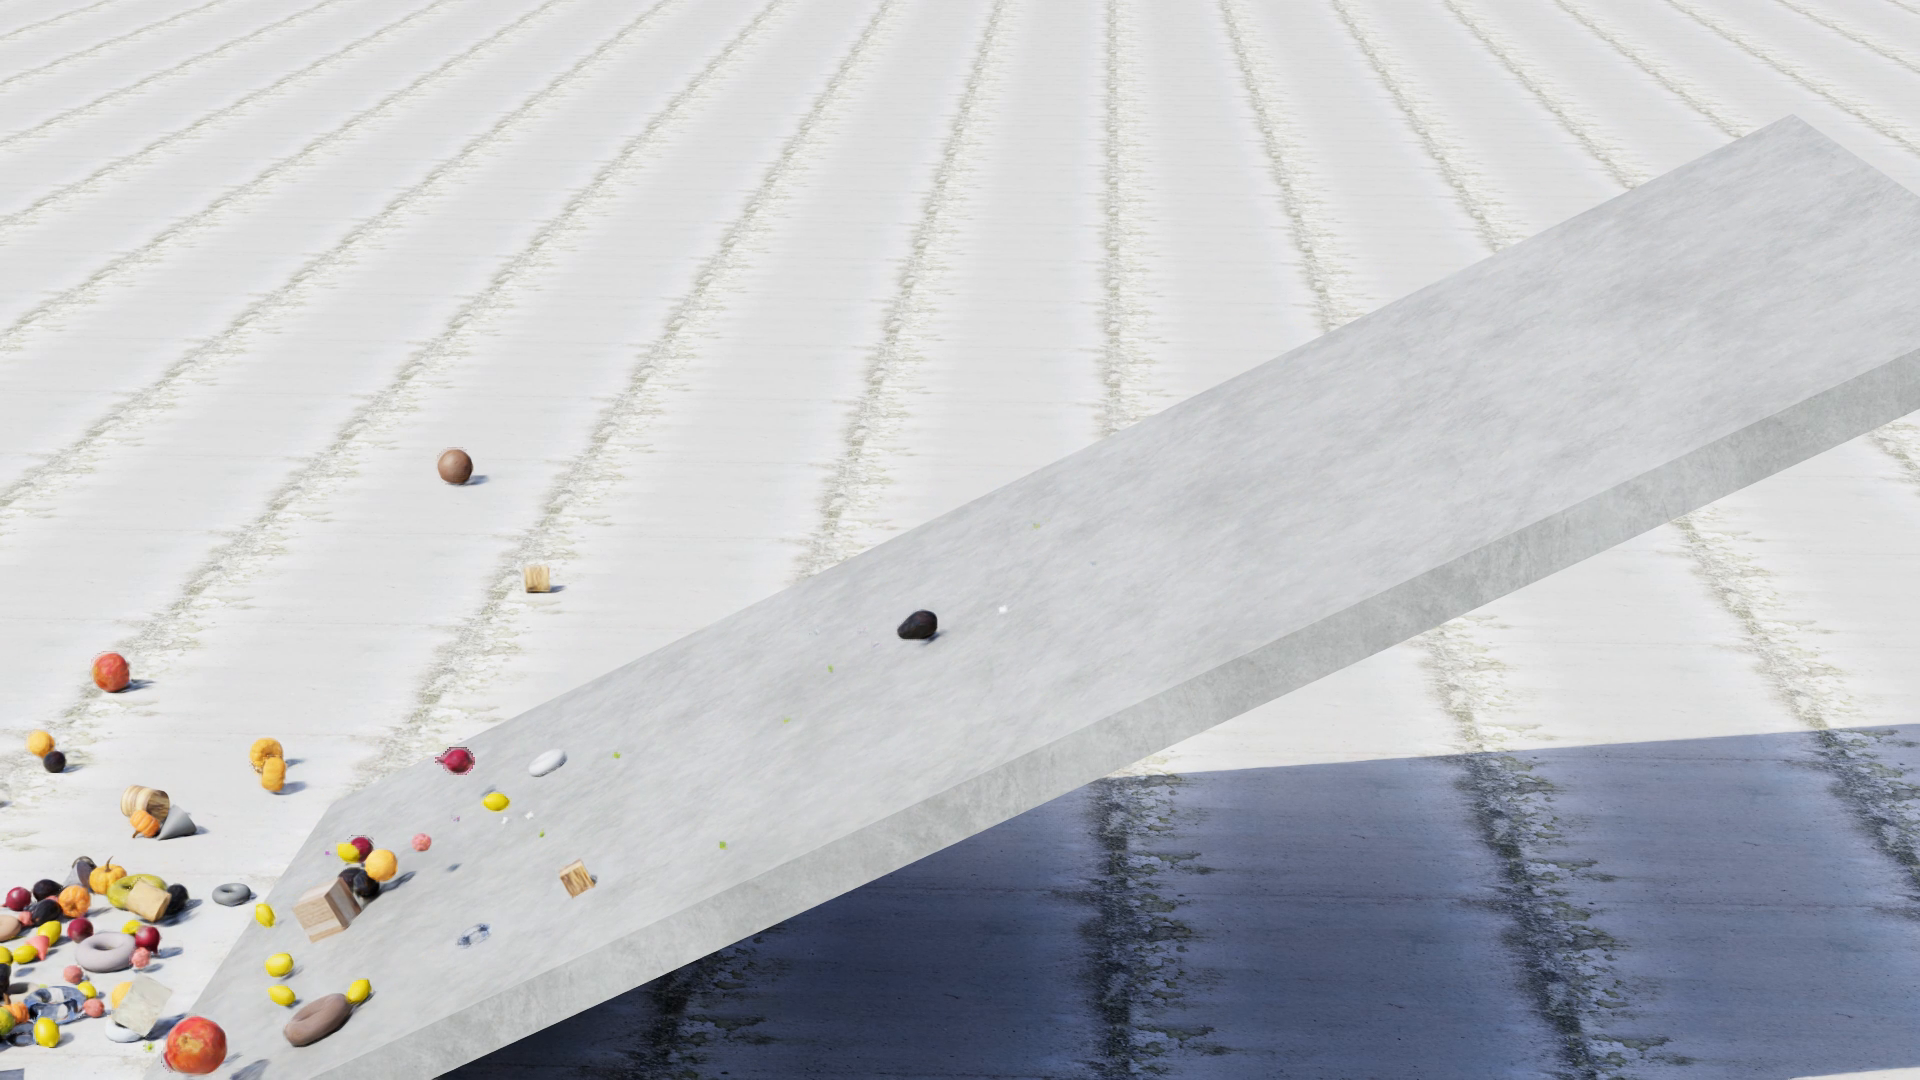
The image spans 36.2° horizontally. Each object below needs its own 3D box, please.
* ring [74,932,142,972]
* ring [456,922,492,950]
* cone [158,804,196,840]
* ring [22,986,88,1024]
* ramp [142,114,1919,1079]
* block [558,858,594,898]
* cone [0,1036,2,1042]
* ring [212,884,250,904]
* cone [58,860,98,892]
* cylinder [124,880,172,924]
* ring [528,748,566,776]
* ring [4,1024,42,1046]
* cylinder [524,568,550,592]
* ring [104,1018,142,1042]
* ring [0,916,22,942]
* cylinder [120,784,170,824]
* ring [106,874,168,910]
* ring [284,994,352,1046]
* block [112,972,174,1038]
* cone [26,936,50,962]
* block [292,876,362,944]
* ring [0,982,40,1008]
[{"bbox_3d":[-1.984,0.959,6.851,0.150,0.050,0.150,0,18,0],"label":"ring"},{"bbox_3d":[-0.967,0.788,5.855,0.076,0.025,0.076,-26,12,6],"label":"ring"},{"bbox_3d":[-2.034,0.746,7.580,0.093,0.093,0.093,17,51,45],"label":"cone"},{"bbox_3d":[-2.026,1.041,6.581,0.143,0.048,0.143,1,16,0],"label":"ring"},{"bbox_3d":[0.139,0.168,6.281,4.000,0.100,2.000,-25,14,10],"label":"ramp"},{"bbox_3d":[-0.761,0.671,5.834,0.051,0.051,0.051,-29,14,-6],"label":"block"},{"bbox_3d":[-2.130,1.075,6.452,0.053,0.053,0.053,0,16,0],"label":"cone"},{"bbox_3d":[-1.783,0.866,7.195,0.094,0.031,0.094,-1,15,0],"label":"ring"},{"bbox_3d":[-2.188,0.845,7.253,0.083,0.083,0.083,-25,14,10],"label":"cone"},{"bbox_3d":[-1.947,0.867,7.052,0.079,0.079,0.079,26,19,3],"label":"cylinder"},{"bbox_3d":[-0.959,0.517,6.826,0.094,0.031,0.094,-27,13,7],"label":"ring"},{"bbox_3d":[-2.056,1.088,6.459,0.080,0.027,0.080,0,18,0],"label":"ring"},{"bbox_3d":[-1.379,0.130,9.584,0.079,0.079,0.079,-4,17,-13],"label":"cylinder"},{"bbox_3d":[-1.840,1.075,6.486,0.094,0.031,0.094,4,21,-2],"label":"ring"},{"bbox_3d":[-2.289,0.924,6.990,0.111,0.037,0.111,-1,16,0],"label":"ring"},{"bbox_3d":[-2.130,0.690,7.687,0.088,0.088,0.088,9,19,27],"label":"cylinder"},{"bbox_3d":[-2.009,0.860,7.184,0.148,0.049,0.148,-1,17,0],"label":"ring"},{"bbox_3d":[-1.267,0.945,5.802,0.143,0.048,0.143,-27,12,6],"label":"ring"},{"bbox_3d":[-1.797,1.022,6.469,0.084,0.084,0.084,32,18,-10],"label":"block"},{"bbox_3d":[-2.149,0.965,6.872,0.058,0.058,0.058,-9,45,-27],"label":"cone"},{"bbox_3d":[-1.386,0.809,6.440,0.091,0.091,0.091,-22,15,22],"label":"block"},{"bbox_3d":[-2.125,1.029,6.646,0.097,0.032,0.097,0,18,0],"label":"ring"}]
